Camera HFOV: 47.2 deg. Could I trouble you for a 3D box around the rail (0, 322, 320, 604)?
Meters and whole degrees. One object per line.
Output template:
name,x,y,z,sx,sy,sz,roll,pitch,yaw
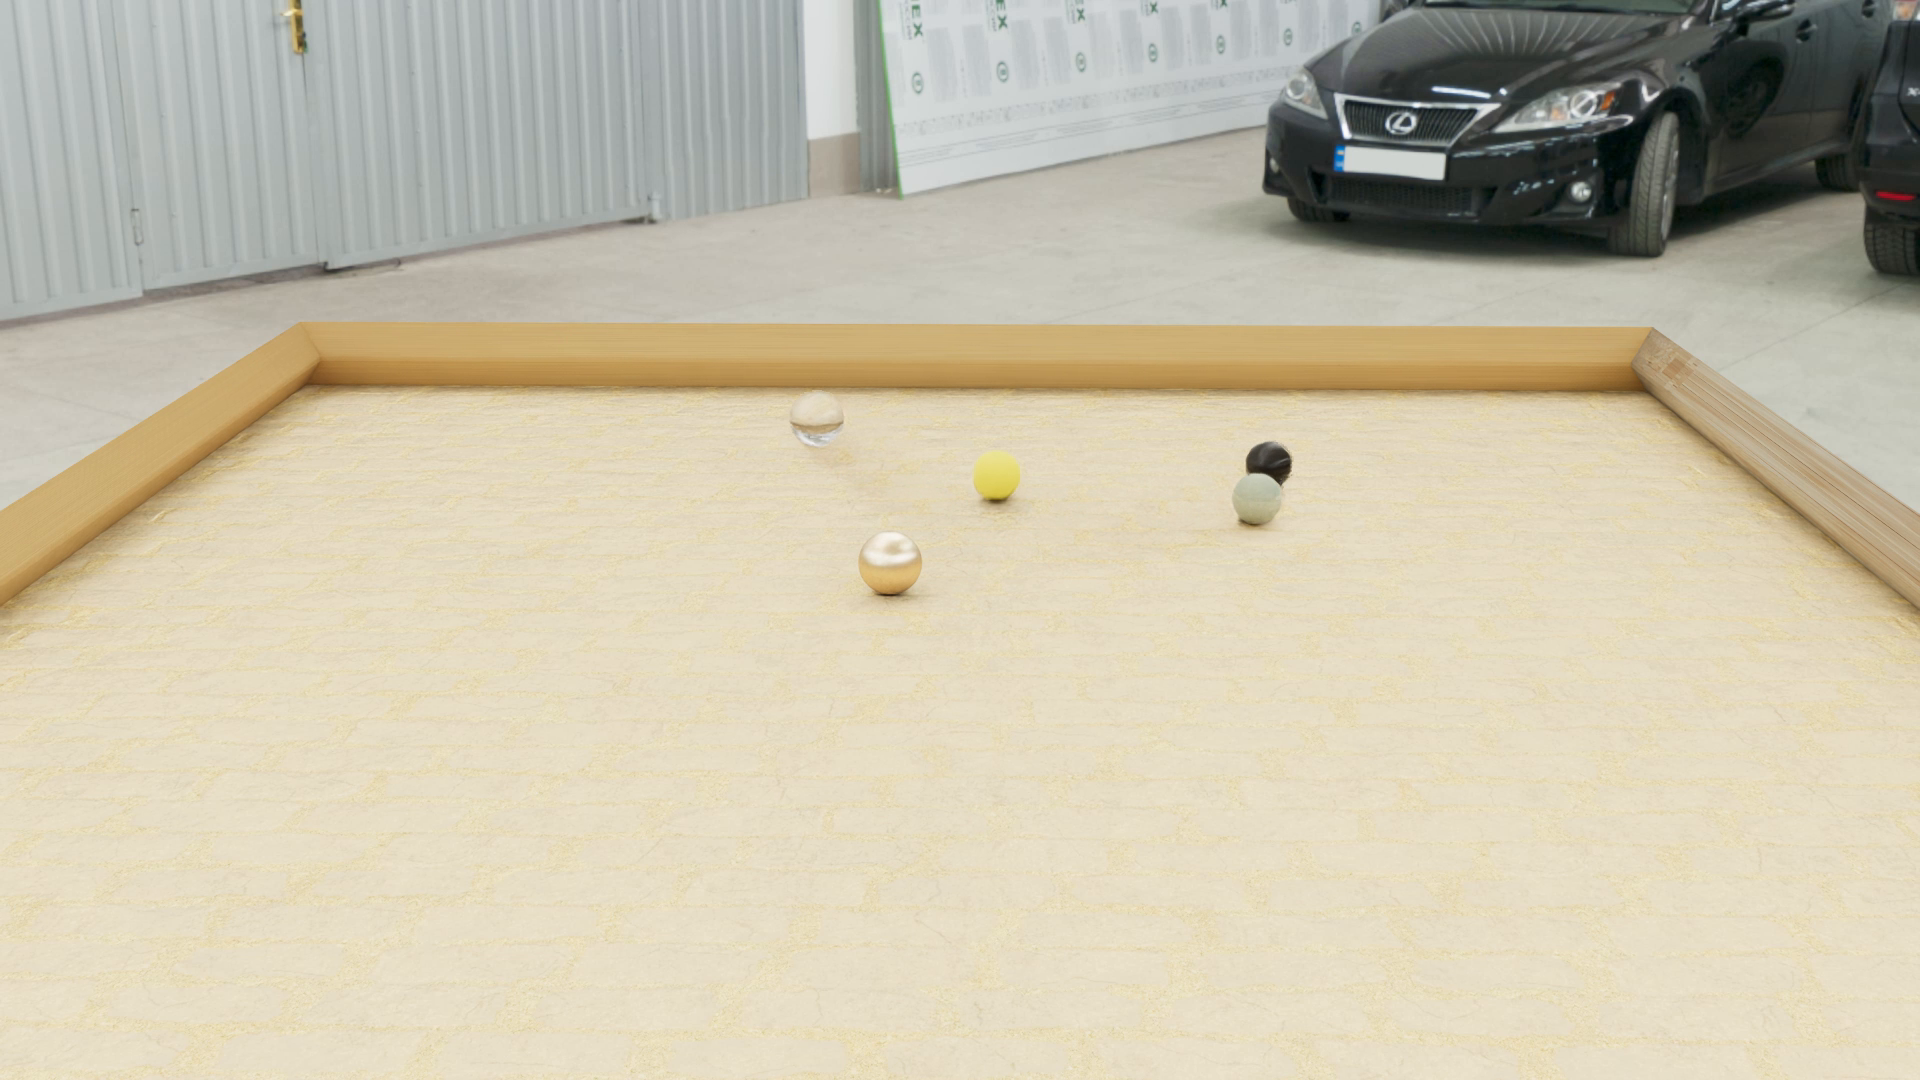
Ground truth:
rail,-1.157,0.276,1.822,0.045,0.109,4.143,0,17,1

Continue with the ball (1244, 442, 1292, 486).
ball,0.443,-0.107,3.163,0.068,0.068,0.068,0,17,0

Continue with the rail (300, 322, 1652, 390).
rail,0.021,-0.310,3.759,2.320,0.109,0.045,0,17,1

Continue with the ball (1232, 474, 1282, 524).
ball,0.405,-0.056,2.993,0.069,0.069,0.069,0,17,0

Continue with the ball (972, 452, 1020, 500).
ball,0.051,-0.090,3.106,0.069,0.069,0.069,0,17,0

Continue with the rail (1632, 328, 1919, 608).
rail,1.115,0.289,1.778,0.045,0.109,4.143,0,17,1

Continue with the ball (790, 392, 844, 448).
ball,-0.221,-0.186,3.396,0.084,0.084,0.084,0,17,0

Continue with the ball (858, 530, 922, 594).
ball,-0.086,0.028,2.698,0.079,0.079,0.079,0,17,0
